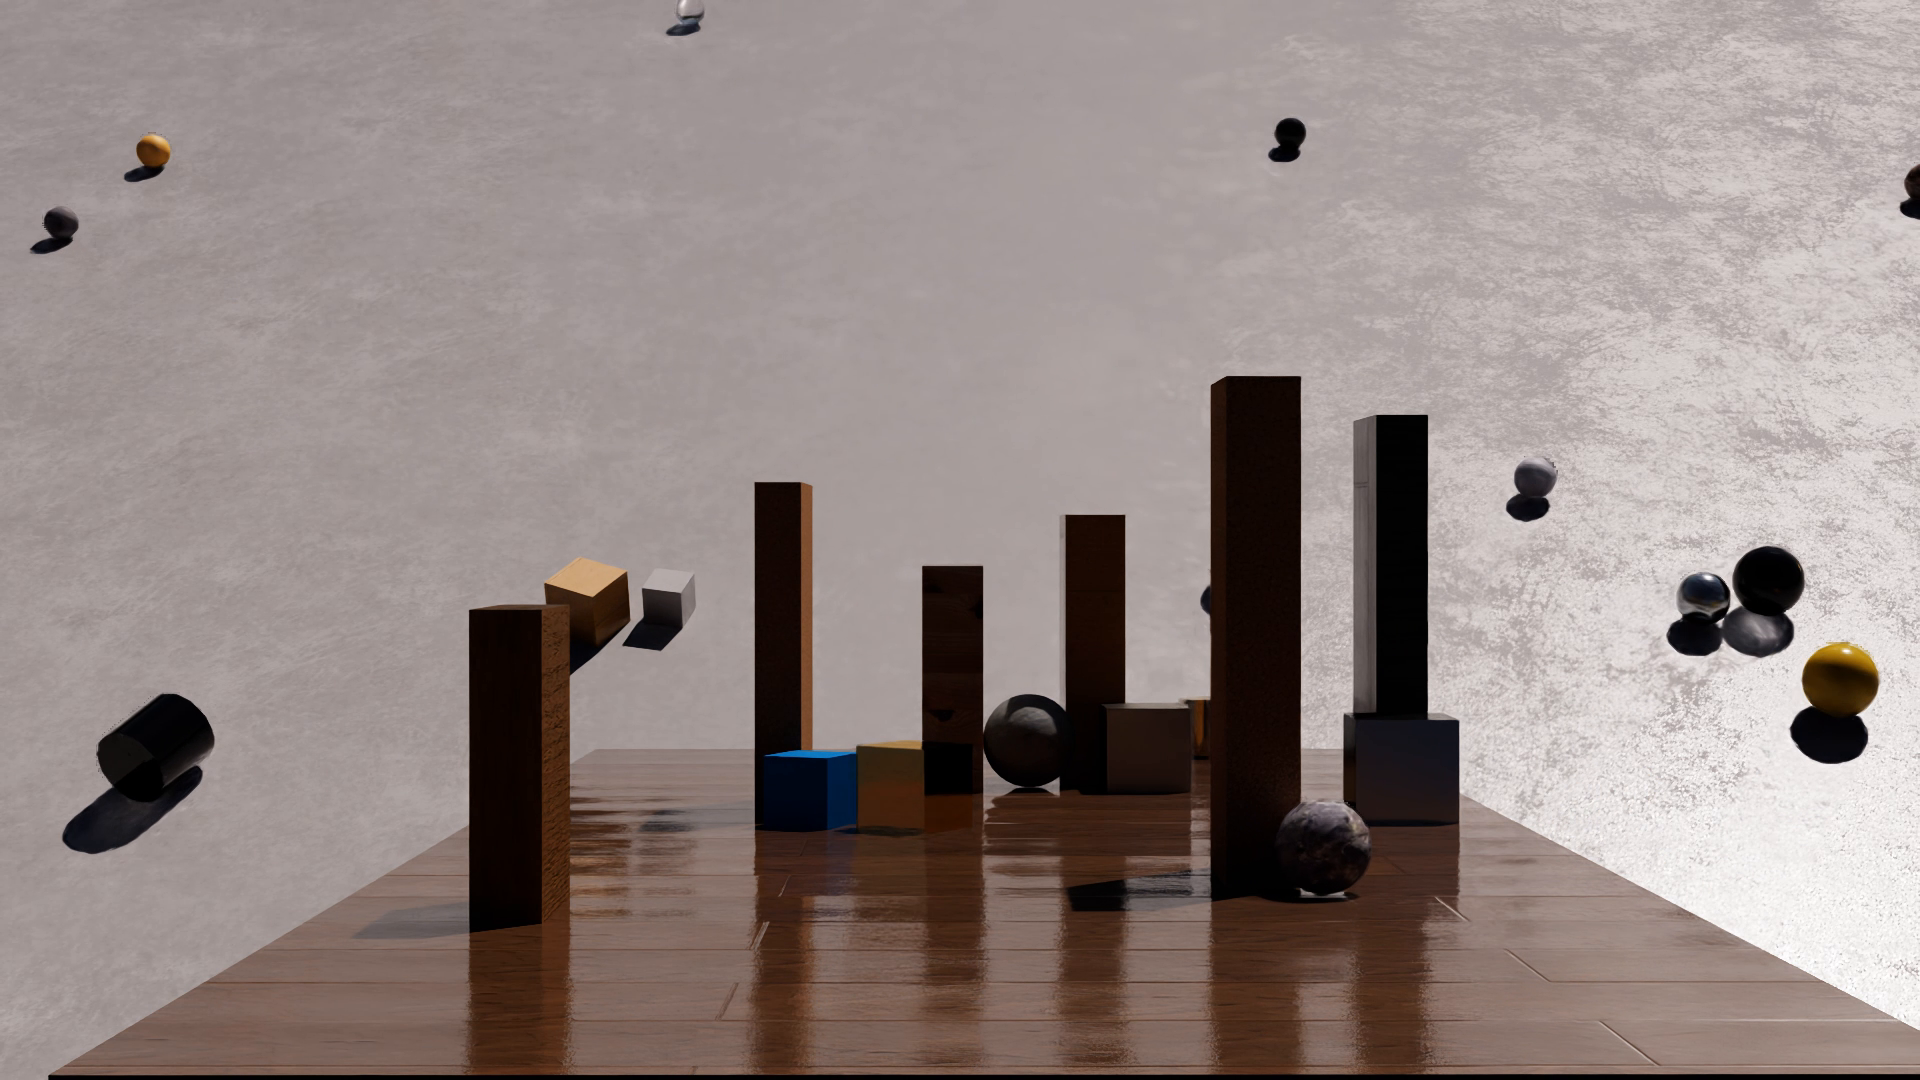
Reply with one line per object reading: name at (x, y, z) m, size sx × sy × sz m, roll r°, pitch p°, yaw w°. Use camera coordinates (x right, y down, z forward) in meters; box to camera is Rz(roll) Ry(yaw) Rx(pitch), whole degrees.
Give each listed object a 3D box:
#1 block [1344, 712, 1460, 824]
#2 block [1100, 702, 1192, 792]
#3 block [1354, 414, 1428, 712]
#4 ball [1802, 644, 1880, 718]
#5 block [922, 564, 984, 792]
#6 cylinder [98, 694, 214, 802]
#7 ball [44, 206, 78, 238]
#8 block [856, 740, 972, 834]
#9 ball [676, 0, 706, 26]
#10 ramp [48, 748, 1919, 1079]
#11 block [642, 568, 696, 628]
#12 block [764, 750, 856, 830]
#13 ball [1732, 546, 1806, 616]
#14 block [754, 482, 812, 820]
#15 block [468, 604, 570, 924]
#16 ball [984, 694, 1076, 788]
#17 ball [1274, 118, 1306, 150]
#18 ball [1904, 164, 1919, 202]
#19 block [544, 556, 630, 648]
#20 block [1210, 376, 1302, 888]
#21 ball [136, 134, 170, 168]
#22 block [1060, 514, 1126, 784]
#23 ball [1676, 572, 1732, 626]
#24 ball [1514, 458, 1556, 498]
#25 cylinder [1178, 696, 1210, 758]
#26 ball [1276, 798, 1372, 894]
block at (0.857, 0.442, 5.034) m, size 0.197 × 0.197 × 0.197 m, roll 0°, pitch 0°, yaw 2°
block at (0.401, 0.449, 5.613) m, size 0.180 × 0.180 × 0.180 m, roll 0°, pitch 0°, yaw -2°
block at (0.877, 0.145, 5.281) m, size 0.103 × 0.789 × 0.297 m, roll 0°, pitch 0°, yaw 0°
ball at (2.350, 0.375, 6.904) m, size 0.199 × 0.199 × 0.199 m, roll 0°, pitch 30°, yaw 0°
block at (-0.016, 0.297, 5.714) m, size 0.131 × 0.484 × 0.387 m, roll 0°, pitch 0°, yaw 0°
cylinder at (-2.058, 0.531, 6.624) m, size 0.204 × 0.204 × 0.204 m, roll 12°, pitch 32°, yaw 20°
ball at (-3.388, -1.197, 9.754) m, size 0.123 × 0.123 × 0.123 m, roll 0°, pitch 30°, yaw 0°
block at (-0.084, 0.463, 4.864) m, size 0.156 × 0.156 × 0.156 m, roll 0°, pitch 0°, yaw 35°
ball at (-1.244, -2.445, 11.941) m, size 0.137 × 0.137 × 0.137 m, roll 0°, pitch 30°, yaw 0°
ramp at (0.066, 0.592, 4.645) m, size 2.000 × 0.100 × 4.000 m, roll 0°, pitch 0°, yaw 0°
block at (-0.827, 0.165, 7.359) m, size 0.116 × 0.116 × 0.116 m, roll 7°, pitch 30°, yaw 12°
block at (-0.282, 0.474, 4.914) m, size 0.134 × 0.134 × 0.134 m, roll 0°, pitch 0°, yaw 23°
ball at (2.301, 0.116, 7.360) m, size 0.200 × 0.200 × 0.200 m, roll 0°, pitch 30°, yaw 0°
block at (-0.352, 0.214, 5.199) m, size 0.090 × 0.653 × 0.395 m, roll 0°, pitch 0°, yaw 0°
block at (-0.645, 0.321, 3.801) m, size 0.103 × 0.446 × 0.265 m, roll 0°, pitch 0°, yaw 0°
ball at (0.151, 0.437, 5.640) m, size 0.203 × 0.203 × 0.203 m, roll 0°, pitch 30°, yaw 0°
ball at (1.350, -1.661, 10.567) m, size 0.129 × 0.129 × 0.129 m, roll 0°, pitch 30°, yaw 0°
ball at (3.756, -1.390, 10.066) m, size 0.152 × 0.152 × 0.152 m, roll 0°, pitch 30°, yaw 0°
block at (-1.049, 0.174, 7.292) m, size 0.165 × 0.165 × 0.165 m, roll 15°, pitch 33°, yaw 25°
block at (0.474, 0.143, 4.160) m, size 0.116 × 0.799 × 0.255 m, roll 0°, pitch 0°, yaw 0°
ball at (-3.239, -1.561, 10.388) m, size 0.131 × 0.131 × 0.131 m, roll 0°, pitch 30°, yaw 0°
block at (0.298, 0.241, 5.862) m, size 0.133 × 0.595 × 0.322 m, roll 0°, pitch 0°, yaw 0°
ball at (2.104, 0.166, 7.321) m, size 0.152 × 0.152 × 0.152 m, roll 0°, pitch 30°, yaw 0°
ball at (1.772, -0.191, 7.975) m, size 0.129 × 0.129 × 0.129 m, roll 0°, pitch 30°, yaw 0°
cylinder at (0.615, 0.466, 6.447) m, size 0.141 × 0.141 × 0.141 m, roll 0°, pitch 0°, yaw 0°
ball at (0.556, 0.470, 3.965) m, size 0.146 × 0.146 × 0.146 m, roll 0°, pitch 30°, yaw 0°
